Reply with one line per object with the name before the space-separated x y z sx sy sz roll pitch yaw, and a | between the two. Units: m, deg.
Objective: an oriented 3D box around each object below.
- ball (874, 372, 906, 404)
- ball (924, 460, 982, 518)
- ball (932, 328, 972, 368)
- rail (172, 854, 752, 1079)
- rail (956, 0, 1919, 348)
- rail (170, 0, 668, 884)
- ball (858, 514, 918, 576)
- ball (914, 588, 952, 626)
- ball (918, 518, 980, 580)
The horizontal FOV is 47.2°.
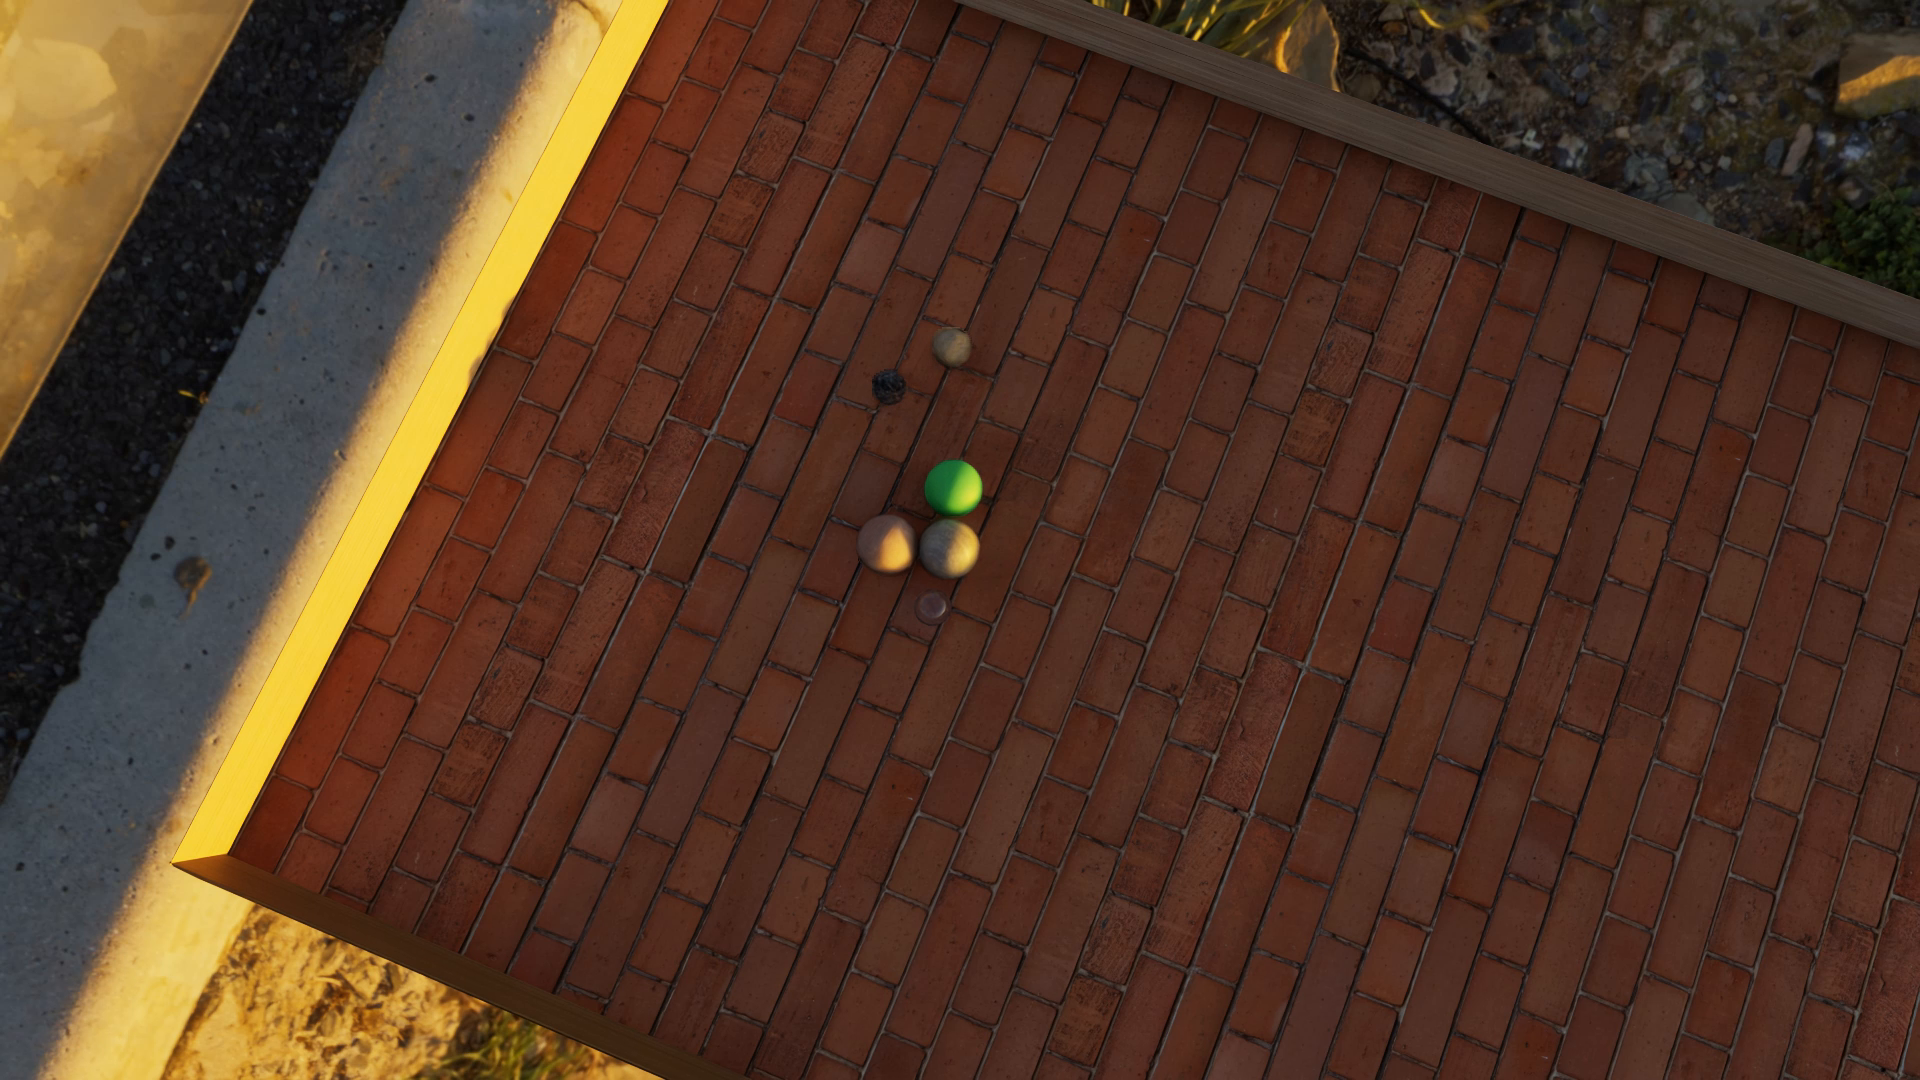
ball | -0.111 -0.241 3.487 0.053 0.053 0.053 0 72 0
ball | -0.010 -0.080 3.415 0.091 0.091 0.091 0 72 0
ball | -0.013 -0.306 3.504 0.062 0.062 0.062 0 72 0
rail | 0.451 1.082 3.020 3.414 0.122 0.045 21 73 7
rail | 1.127 -0.478 3.527 3.414 0.122 0.045 21 73 7
rail | -0.767 -0.308 3.472 0.045 0.122 1.821 21 73 7
ball | -0.110 0.007 3.385 0.094 0.094 0.094 0 72 0
ball | -0.042 0.103 3.373 0.057 0.057 0.057 0 72 0
ball | -0.017 0.014 3.383 0.094 0.094 0.094 0 72 0
